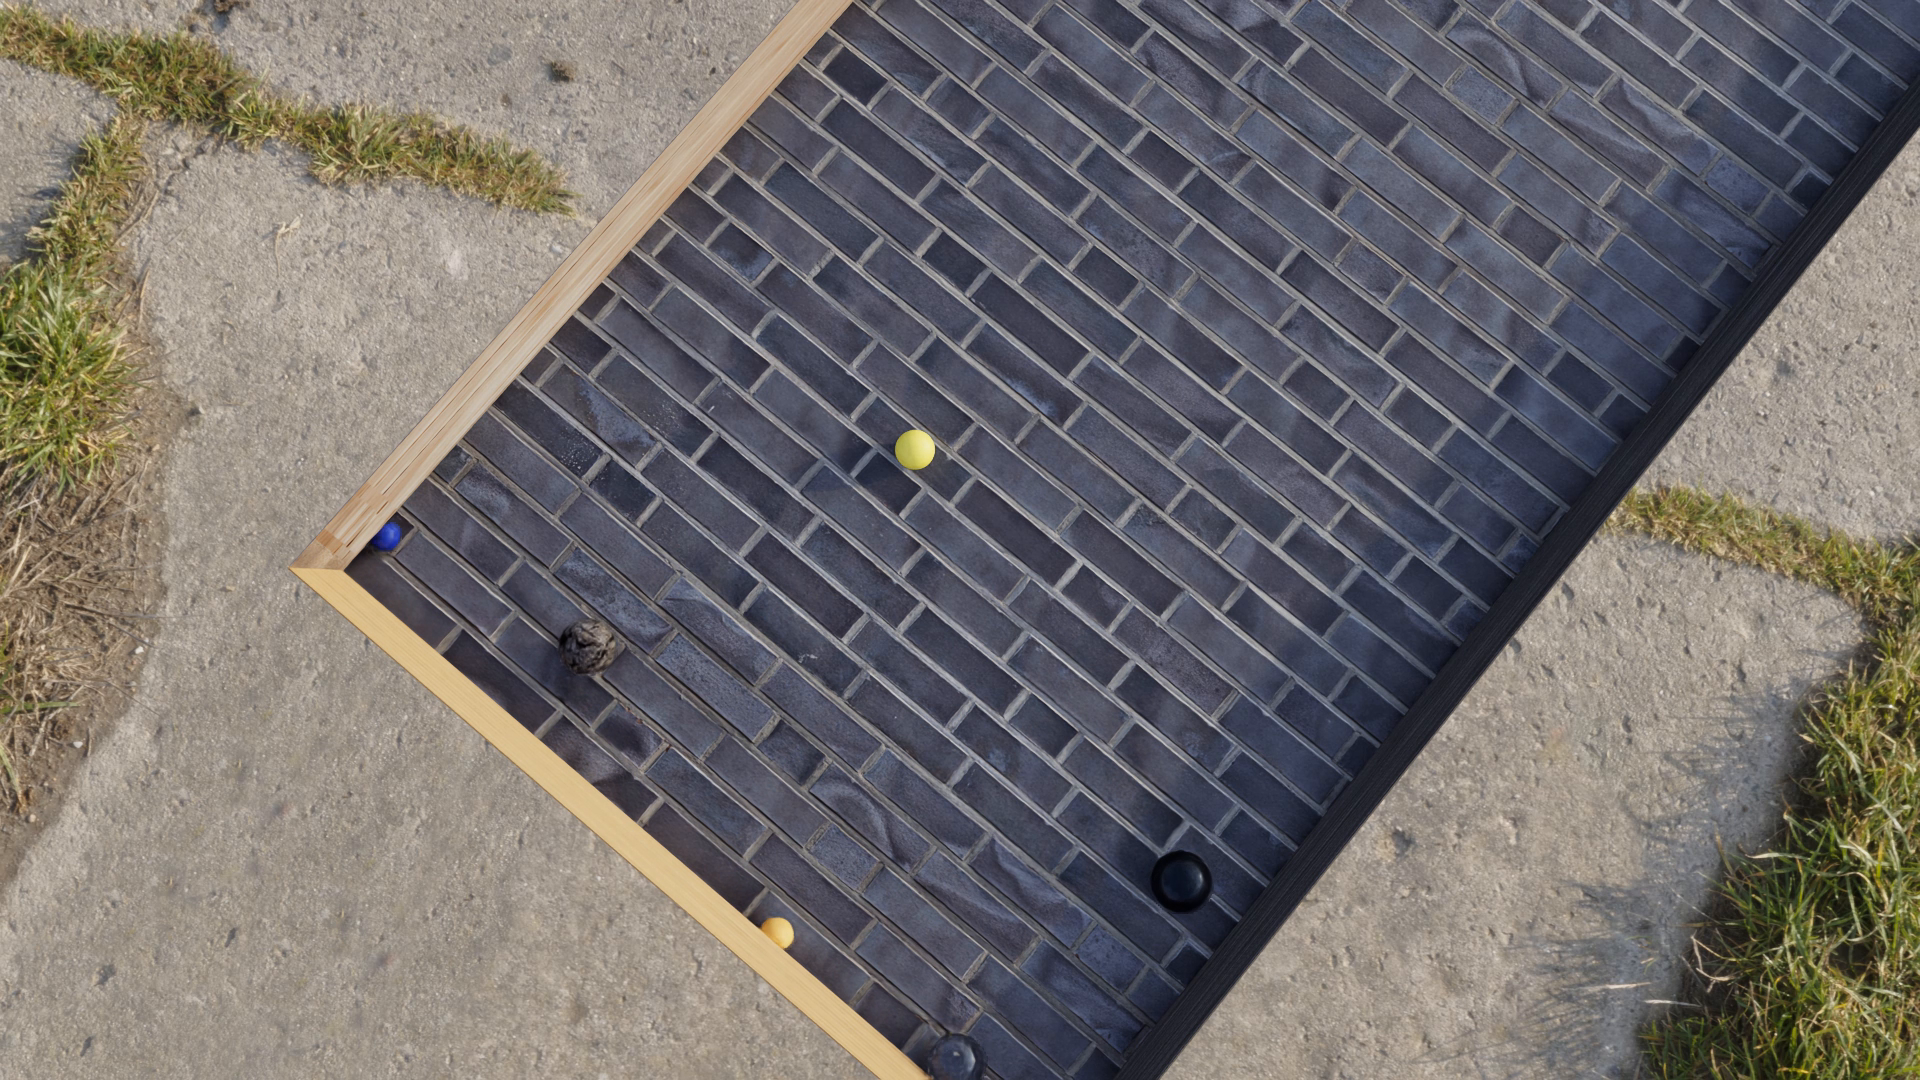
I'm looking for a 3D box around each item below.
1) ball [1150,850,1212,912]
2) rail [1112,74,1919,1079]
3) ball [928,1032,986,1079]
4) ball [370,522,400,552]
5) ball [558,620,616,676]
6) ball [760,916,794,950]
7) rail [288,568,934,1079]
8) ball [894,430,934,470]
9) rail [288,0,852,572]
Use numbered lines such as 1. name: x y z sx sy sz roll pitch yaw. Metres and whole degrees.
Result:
1. ball: 0.320 0.495 3.187 0.089 0.089 0.089 0 80 0
2. rail: 0.960 -0.075 3.271 0.045 0.116 2.681 39 82 6
3. ball: -0.005 0.747 3.146 0.082 0.082 0.082 0 80 0
4. ball: -0.861 -0.005 3.297 0.044 0.044 0.044 0 80 0
5. ball: -0.551 0.159 3.248 0.084 0.084 0.084 0 80 0
6. ball: -0.267 0.572 3.193 0.050 0.050 0.050 0 80 0
7. rail: -0.415 0.484 3.174 1.428 0.116 0.045 39 82 6
8. ball: -0.068 -0.136 3.311 0.060 0.060 0.060 0 80 0
9. rail: -0.100 -0.947 3.424 0.045 0.116 2.681 39 82 6
